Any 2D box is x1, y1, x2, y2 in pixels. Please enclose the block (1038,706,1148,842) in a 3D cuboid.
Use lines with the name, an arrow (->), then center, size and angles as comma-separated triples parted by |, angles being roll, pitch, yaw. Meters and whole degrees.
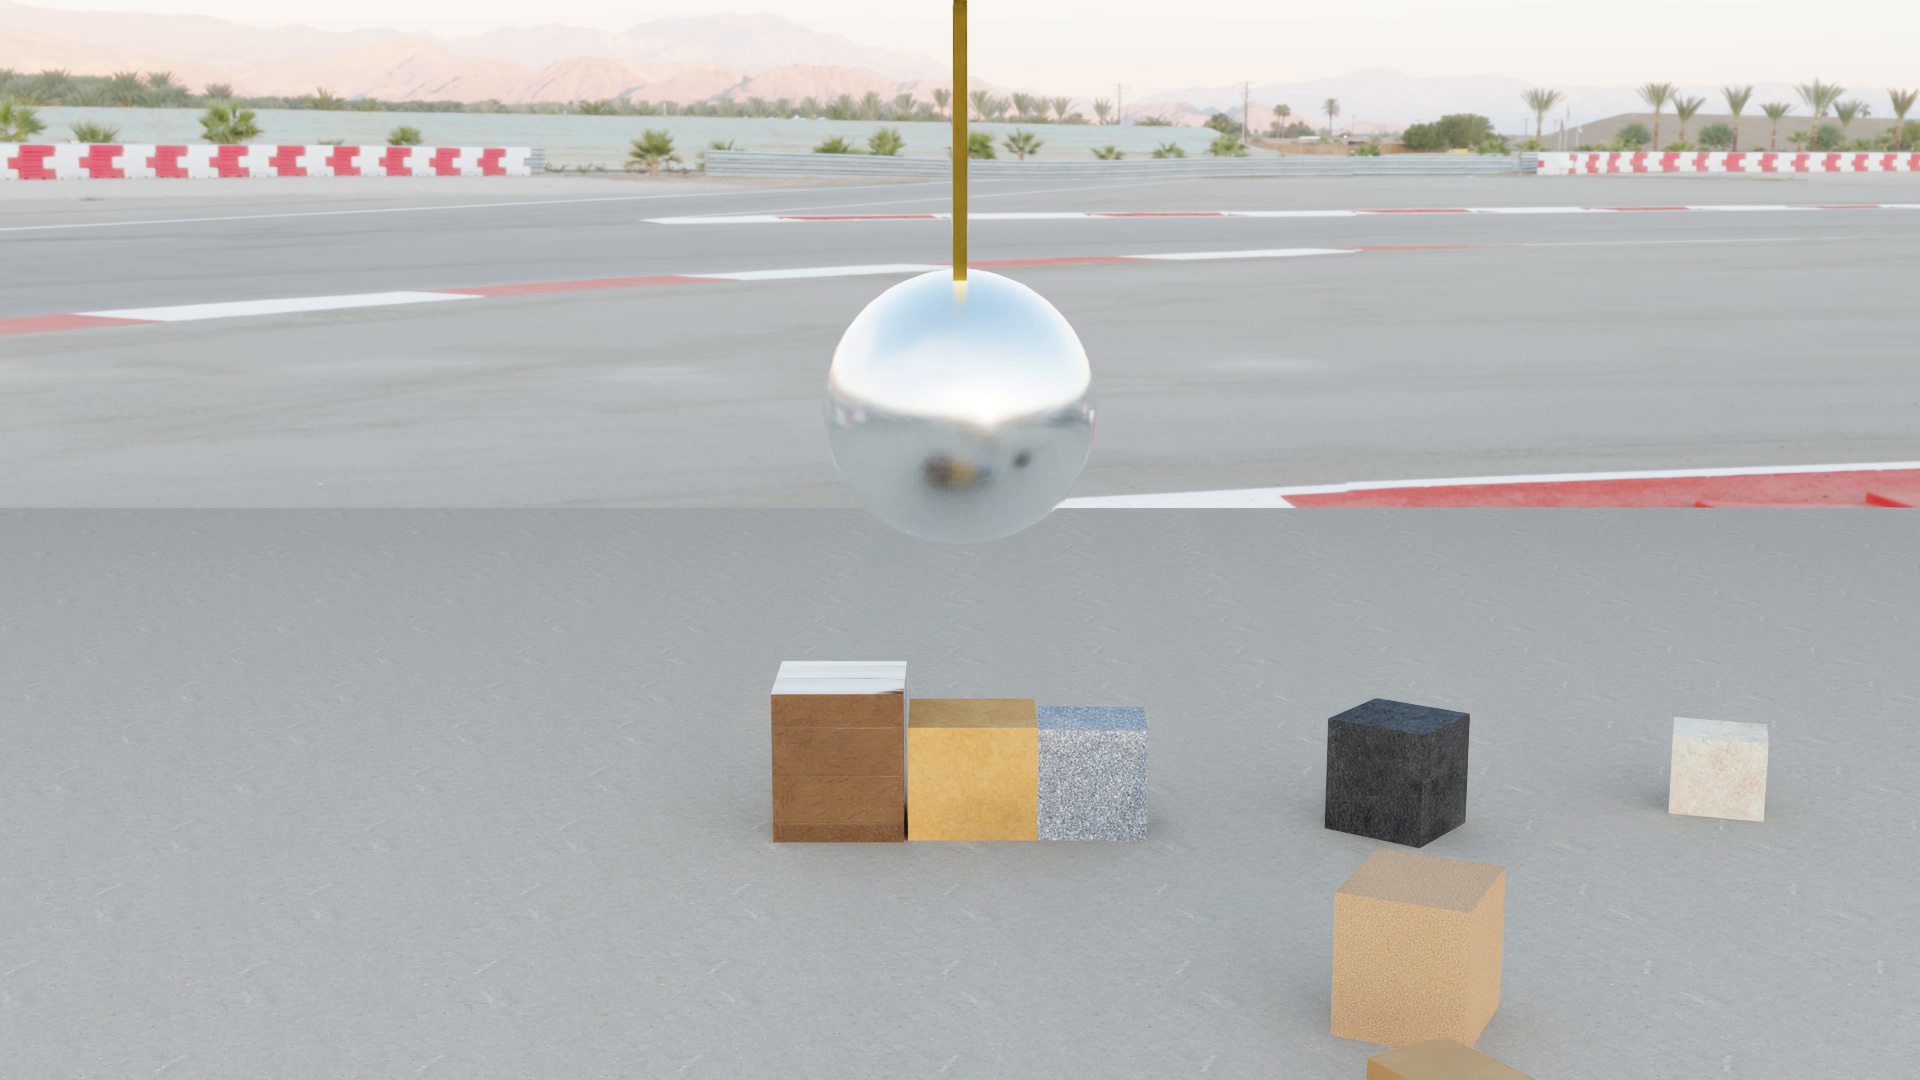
block -> 0.677, 1.201, 11.348 | 0.553, 0.578, 0.474 | 0, 10, 2

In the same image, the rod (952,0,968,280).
rod -> 0.000, -3.800, 11.248 | 0.080, 5.200, 0.080 | 0, 27, 0

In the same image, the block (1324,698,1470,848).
block -> 2.260, 1.194, 11.363 | 0.535, 0.585, 0.531 | 8, 13, 37

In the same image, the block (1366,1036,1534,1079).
block -> 1.683, 1.993, 7.586 | 0.368, 0.363, 0.430 | -6, 12, -31

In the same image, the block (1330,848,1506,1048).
block -> 1.846, 1.648, 8.842 | 0.533, 0.594, 0.612 | 5, 11, 26

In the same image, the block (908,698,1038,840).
block -> 0.065, 1.183, 11.404 | 0.655, 0.591, 0.587 | 0, 10, 0

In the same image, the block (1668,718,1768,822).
block -> 4.036, 1.216, 11.708 | 0.472, 0.419, 0.415 | 3, 11, 18

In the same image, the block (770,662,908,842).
block -> -0.615, 1.088, 11.419 | 0.663, 0.773, 0.706 | 0, 10, 0

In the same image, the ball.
ball -> 0.000, -0.770, 12.790 | 1.600, 1.600, 1.600 | 0, 10, 0
